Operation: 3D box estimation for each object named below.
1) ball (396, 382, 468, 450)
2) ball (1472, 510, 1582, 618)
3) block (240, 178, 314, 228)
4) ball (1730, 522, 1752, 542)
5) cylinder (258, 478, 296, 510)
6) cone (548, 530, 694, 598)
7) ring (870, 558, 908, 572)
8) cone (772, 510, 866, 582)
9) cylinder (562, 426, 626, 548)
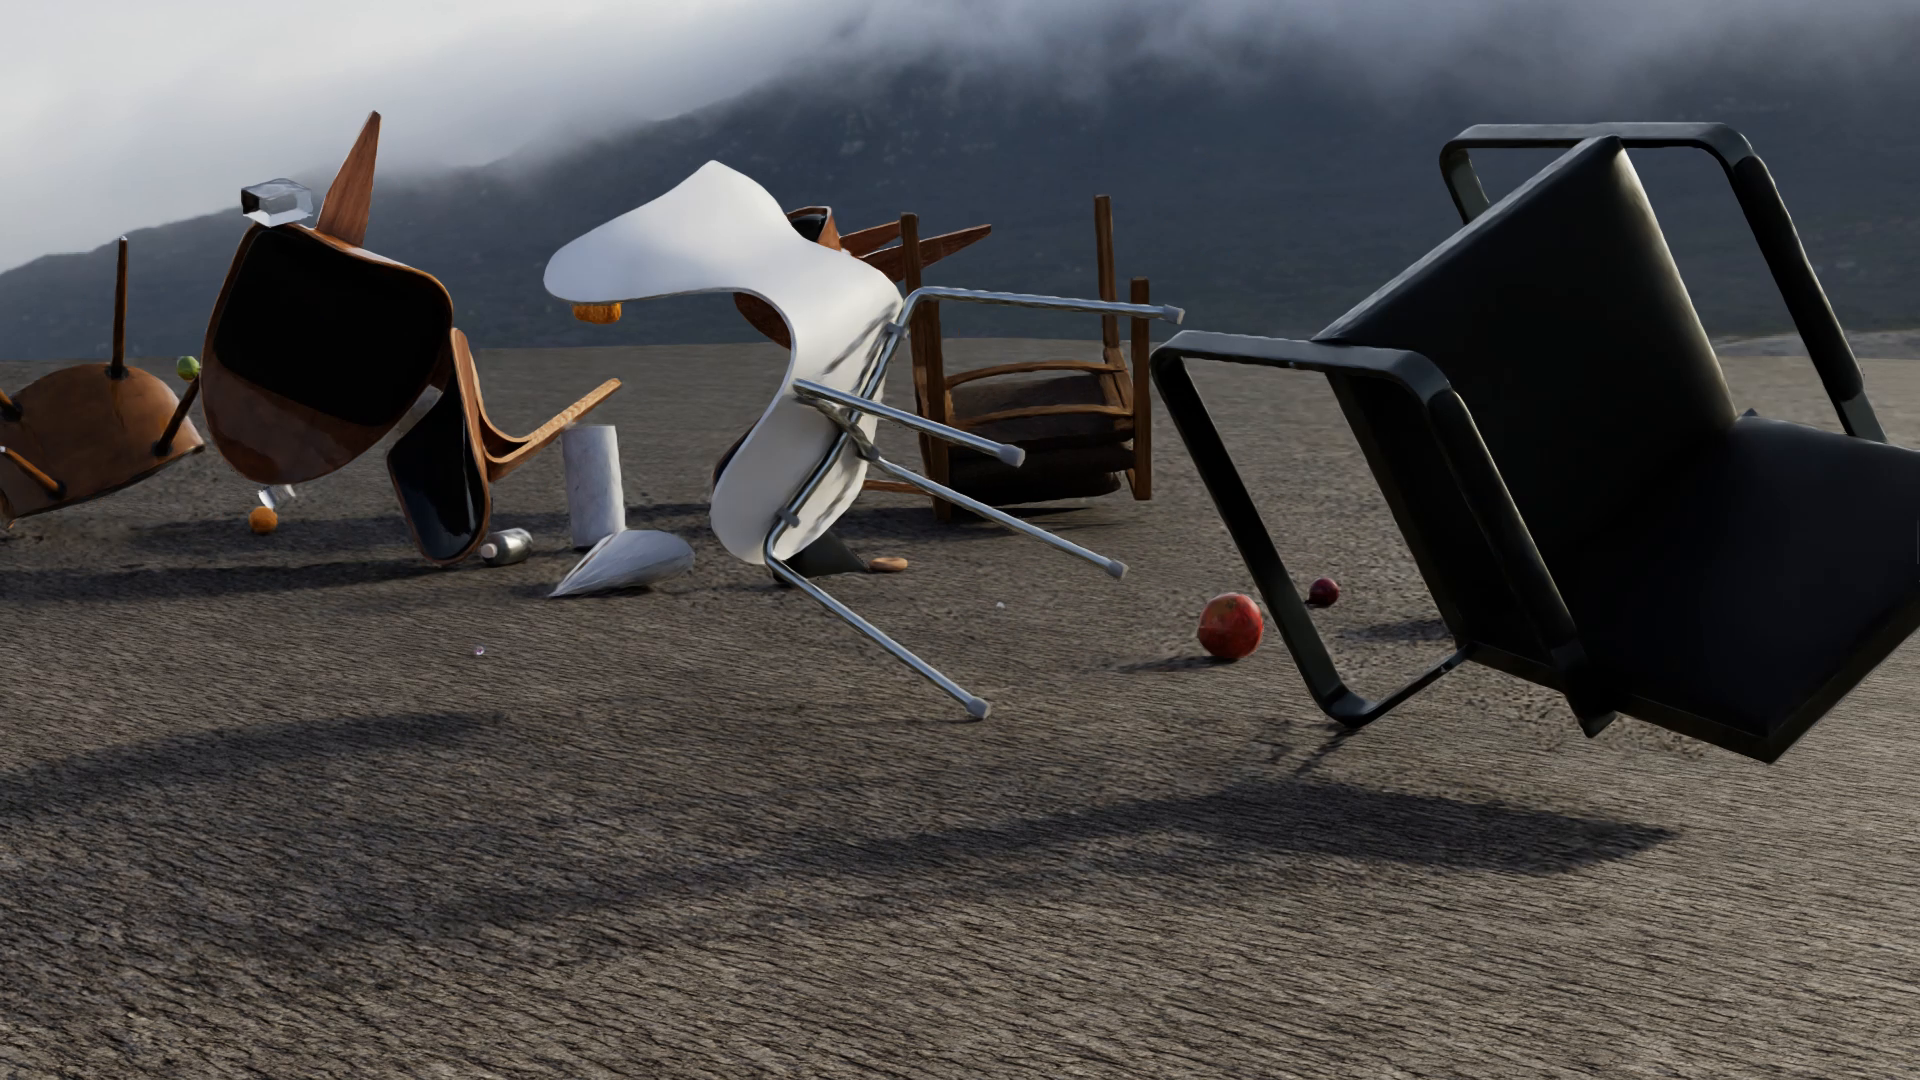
[{"bbox_3d":[-1.477,-0.347,7.177,0.193,0.193,0.193,0,6,0],"label":"ball"},{"bbox_3d":[1.092,0.048,4.937,0.207,0.207,0.207,0,6,0],"label":"ball"},{"bbox_3d":[-1.505,-0.745,5.653,0.108,0.062,0.109,25,35,38],"label":"block"},{"bbox_3d":[1.932,-0.019,6.348,0.051,0.051,0.051,0,6,0],"label":"ball"},{"bbox_3d":[-1.916,-0.128,7.196,0.090,0.057,0.094,-29,3,-4],"label":"cylinder"},{"bbox_3d":[-0.763,0.078,5.352,0.330,0.122,0.276,-5,15,41],"label":"cone"},{"bbox_3d":[-0.160,0.055,5.757,0.086,0.024,0.116,0,6,5],"label":"ring"},{"bbox_3d":[-0.276,0.038,5.486,0.190,0.179,0.122,17,-28,29],"label":"cone"},{"bbox_3d":[-0.882,-0.127,6.189,0.132,0.282,0.128,-5,-2,-41],"label":"cylinder"}]
